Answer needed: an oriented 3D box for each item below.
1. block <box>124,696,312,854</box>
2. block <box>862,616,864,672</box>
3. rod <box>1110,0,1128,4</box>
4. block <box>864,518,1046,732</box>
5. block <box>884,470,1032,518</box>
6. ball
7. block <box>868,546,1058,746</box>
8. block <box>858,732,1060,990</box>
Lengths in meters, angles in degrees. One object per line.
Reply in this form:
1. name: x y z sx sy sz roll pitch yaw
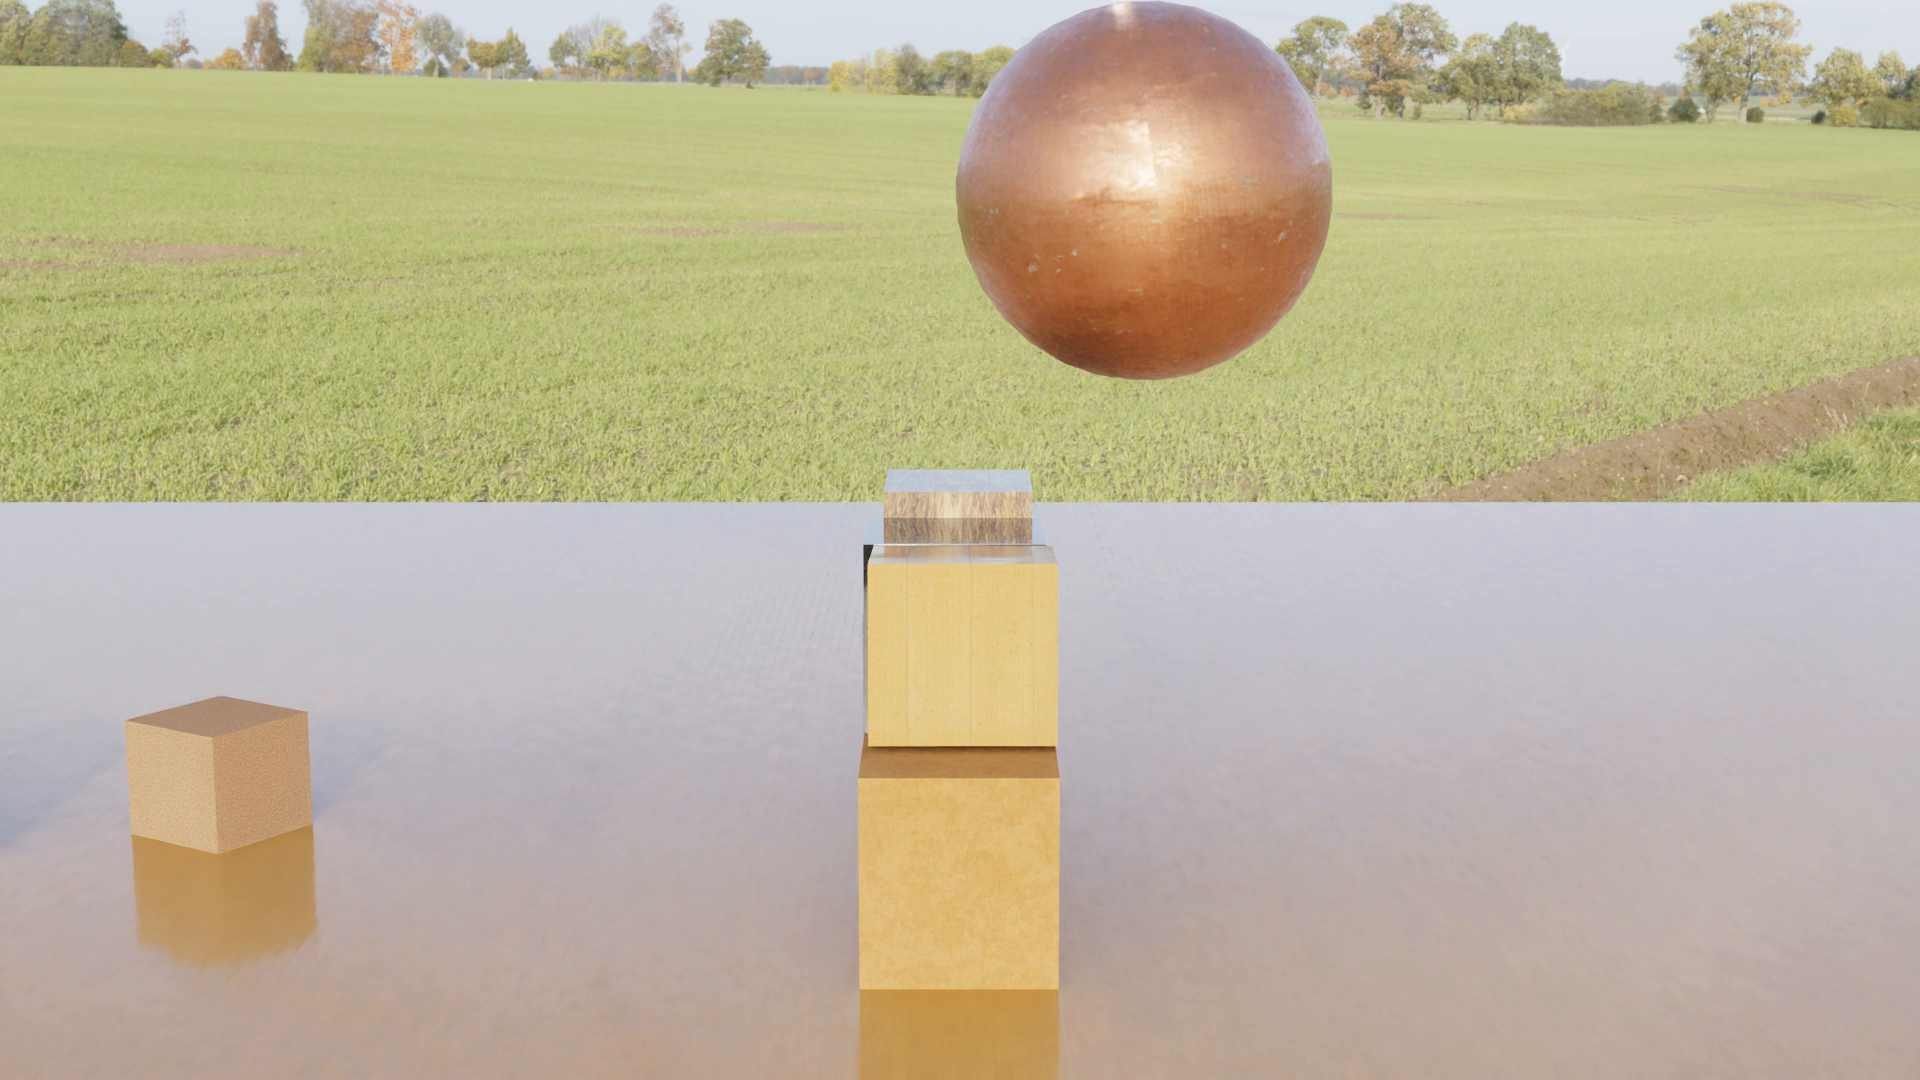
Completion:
1. block: -3.473 1.091 12.034 0.593 0.547 0.573 7 12 32
2. block: -0.010 0.786 12.427 0.885 1.008 0.839 0 10 0
3. rod: 0.338 -4.796 10.308 0.080 5.200 0.080 -7 10 1
4. block: -0.023 0.359 11.328 0.775 0.809 0.803 0 9 0
5. block: -0.008 0.028 12.034 0.676 0.623 0.674 0 10 0
6. ball: 0.781 -1.479 10.911 1.600 1.600 1.600 0 10 0
7. block: 0.012 0.420 10.527 0.751 0.728 0.761 0 5 0
8. block: -0.004 1.267 10.230 0.773 0.847 0.688 0 10 0
